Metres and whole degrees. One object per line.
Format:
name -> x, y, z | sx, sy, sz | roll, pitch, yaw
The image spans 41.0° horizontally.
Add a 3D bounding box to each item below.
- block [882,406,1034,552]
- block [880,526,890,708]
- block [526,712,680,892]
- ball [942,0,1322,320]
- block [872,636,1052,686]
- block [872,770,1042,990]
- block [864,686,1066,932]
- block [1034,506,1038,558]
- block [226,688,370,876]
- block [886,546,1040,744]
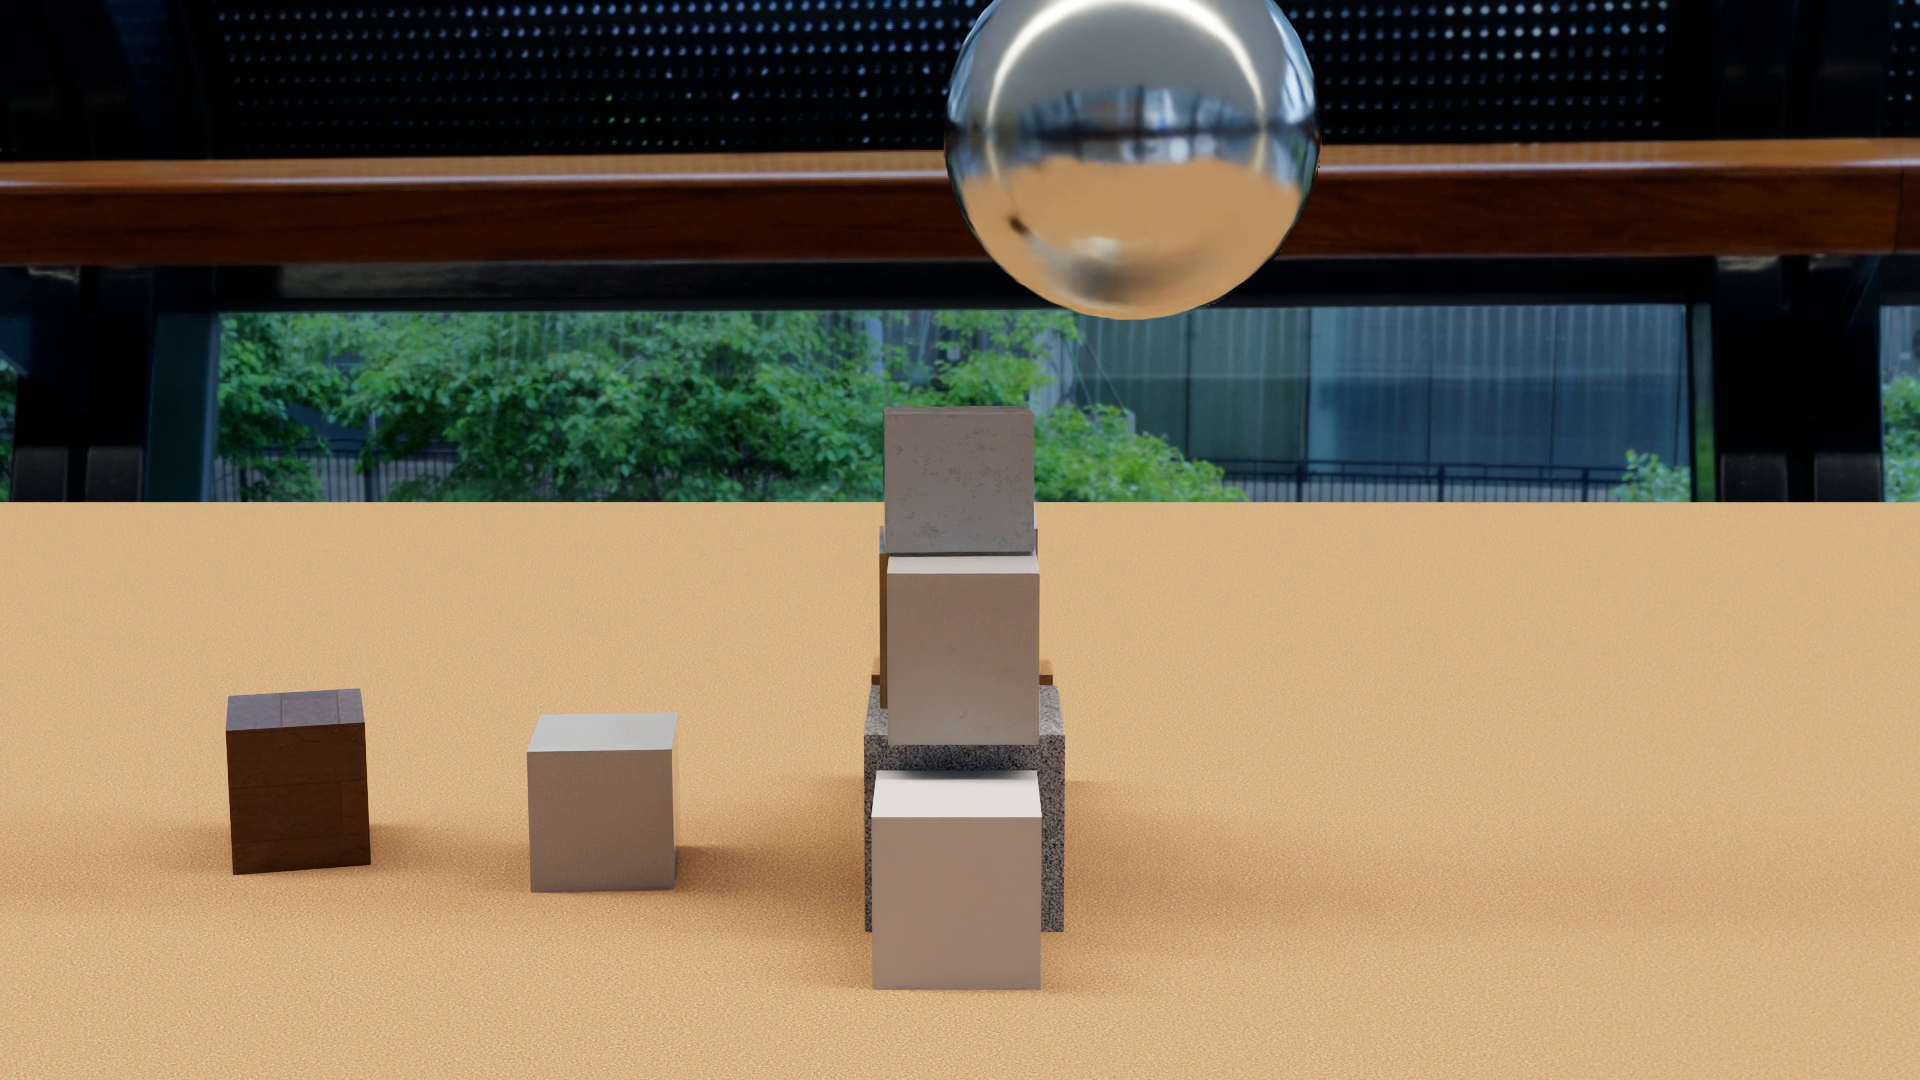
block -> -0.015, -0.265, 10.831 | 0.613, 0.568, 0.624 | 0, 6, -2
block -> -0.031, 0.325, 11.195 | 0.638, 0.672, 0.674 | 0, 10, -2
block -> -1.575, 1.160, 11.422 | 0.622, 0.632, 0.646 | -1, 10, -4
ball -> 0.725, -1.733, 10.865 | 1.600, 1.600, 1.600 | 0, 10, 0
block -> 0.010, 0.917, 12.452 | 0.847, 0.740, 0.847 | 0, 10, 0
block -> -0.013, 1.344, 10.229 | 0.653, 0.695, 0.668 | 0, 10, 0
block -> 0.018, 1.133, 10.984 | 0.823, 0.841, 0.871 | 0, 10, 0
block -> 0.003, 0.256, 11.891 | 0.695, 0.762, 0.687 | 0, 11, 0
block -> -3.021, 1.092, 11.716 | 0.597, 0.660, 0.667 | -3, 11, -14
block -> 0.012, 0.425, 10.558 | 0.608, 0.703, 0.599 | 0, 10, 0
